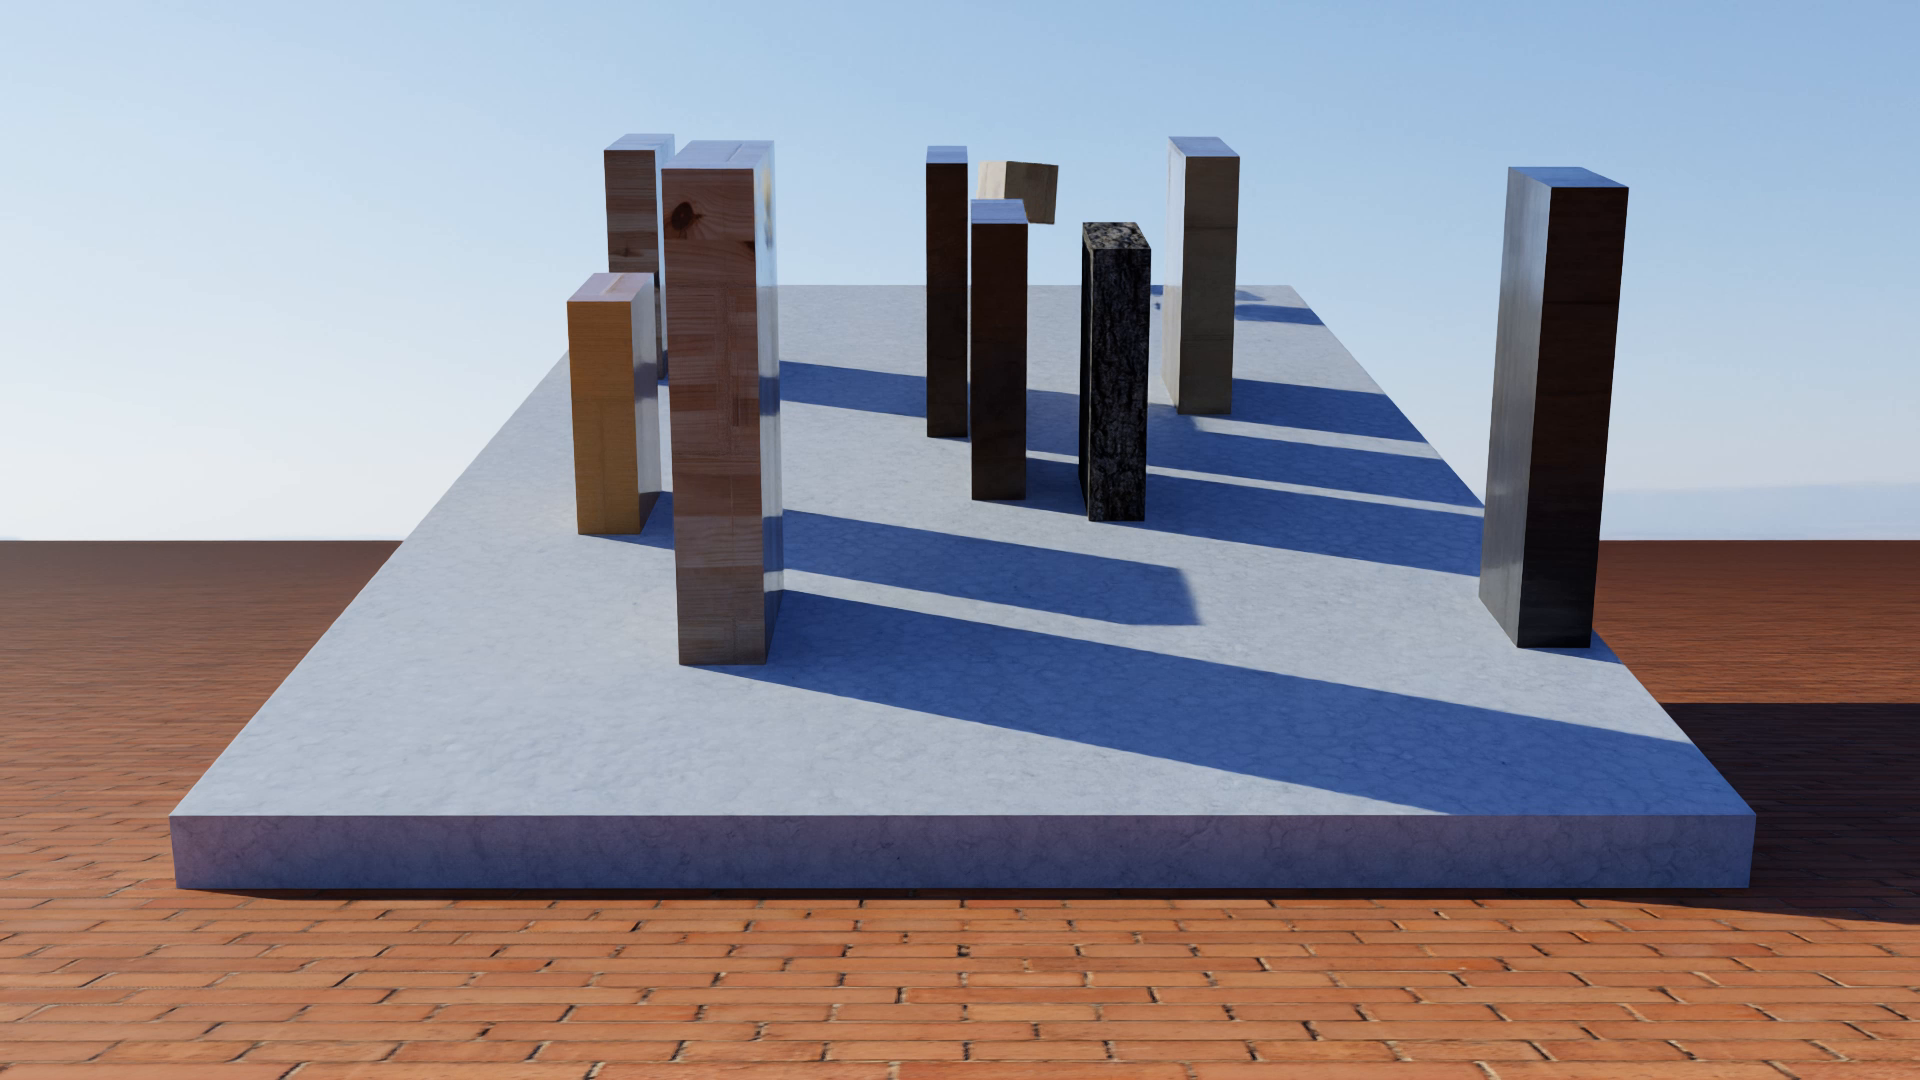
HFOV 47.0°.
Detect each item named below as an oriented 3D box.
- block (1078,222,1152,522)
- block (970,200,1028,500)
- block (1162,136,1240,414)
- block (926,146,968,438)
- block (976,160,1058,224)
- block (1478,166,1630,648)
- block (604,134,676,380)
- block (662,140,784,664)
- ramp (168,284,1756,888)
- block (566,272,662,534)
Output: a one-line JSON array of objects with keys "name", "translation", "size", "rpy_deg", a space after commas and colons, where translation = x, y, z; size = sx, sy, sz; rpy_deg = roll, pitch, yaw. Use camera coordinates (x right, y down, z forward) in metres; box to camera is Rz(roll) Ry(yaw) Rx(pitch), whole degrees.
[{"name": "block", "translation": [0.290, -0.326, 4.197], "size": [0.104, 0.507, 0.347], "rpy_deg": [0, 16, 0]}, {"name": "block", "translation": [0.074, -0.380, 4.338], "size": [0.104, 0.531, 0.347], "rpy_deg": [0, 16, 0]}, {"name": "block", "translation": [0.548, -0.616, 5.079], "size": [0.118, 0.574, 0.424], "rpy_deg": [0, 16, 0]}, {"name": "block", "translation": [-0.028, -0.548, 4.824], "size": [0.087, 0.584, 0.338], "rpy_deg": [0, 16, 0]}, {"name": "block", "translation": [0.165, -1.012, 6.432], "size": [0.171, 0.171, 0.171], "rpy_deg": [0, 9, -27]}, {"name": "block", "translation": [0.916, -0.209, 3.434], "size": [0.114, 0.707, 0.258], "rpy_deg": [0, 16, 0]}, {"name": "block", "translation": [-0.773, -0.700, 5.414], "size": [0.120, 0.547, 0.378], "rpy_deg": [0, 16, 0]}, {"name": "block", "translation": [-0.358, -0.222, 3.409], "size": [0.130, 0.743, 0.382], "rpy_deg": [0, 16, 0]}, {"name": "ramp", "translation": [-0.002, -0.161, 4.717], "size": [2.000, 0.100, 4.000], "rpy_deg": [0, 16, 0]}, {"name": "block", "translation": [-0.638, -0.259, 4.104], "size": [0.113, 0.428, 0.312], "rpy_deg": [0, 16, 0]}]
